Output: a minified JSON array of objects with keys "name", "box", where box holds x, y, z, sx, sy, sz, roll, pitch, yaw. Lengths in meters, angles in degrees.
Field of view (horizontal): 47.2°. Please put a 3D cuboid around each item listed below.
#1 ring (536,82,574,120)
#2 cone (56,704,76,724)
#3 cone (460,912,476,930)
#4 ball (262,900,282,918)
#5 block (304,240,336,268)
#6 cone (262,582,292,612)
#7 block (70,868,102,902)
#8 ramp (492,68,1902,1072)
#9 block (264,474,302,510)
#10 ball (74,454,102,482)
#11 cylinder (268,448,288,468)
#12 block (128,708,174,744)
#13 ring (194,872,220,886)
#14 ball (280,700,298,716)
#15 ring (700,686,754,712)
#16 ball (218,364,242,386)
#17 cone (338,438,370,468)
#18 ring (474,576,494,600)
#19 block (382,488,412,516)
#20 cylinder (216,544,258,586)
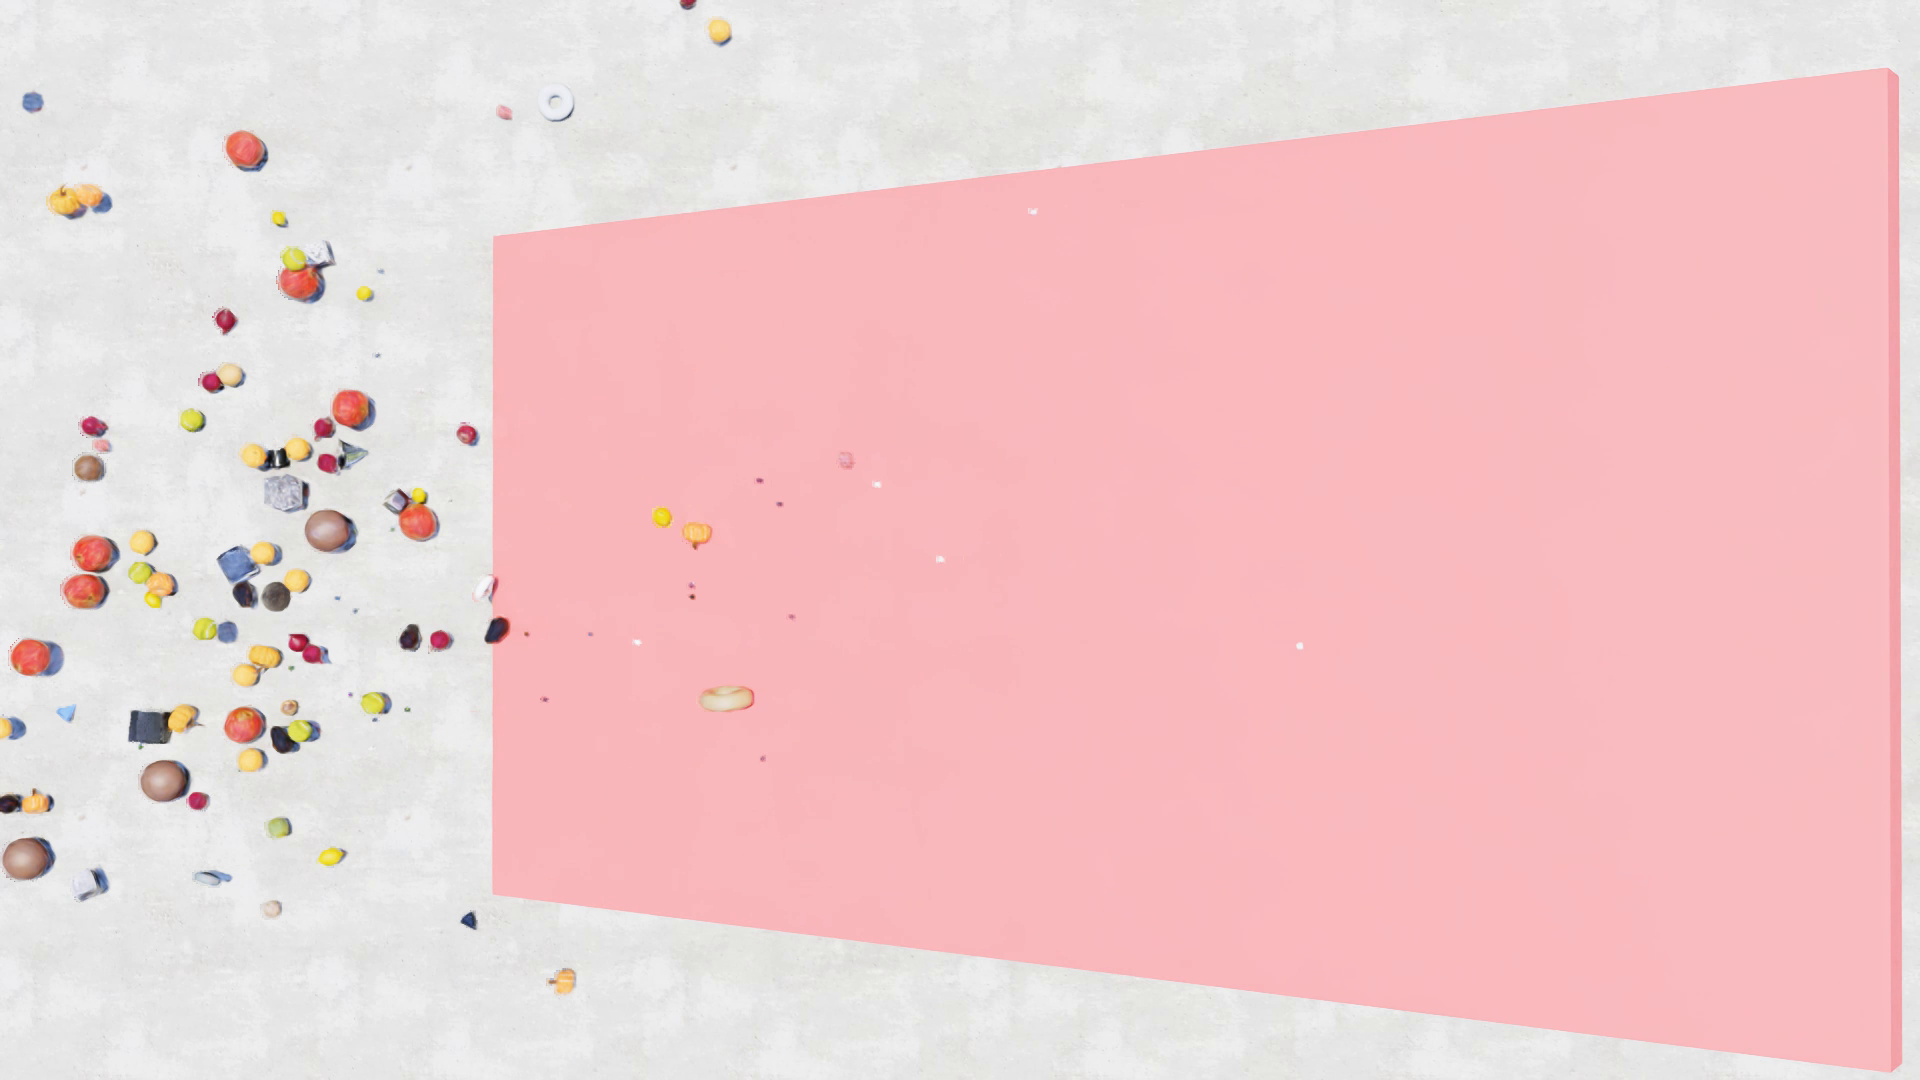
[{"name":"ring","box":[-1.242,-1.347,6.754,0.116,0.039,0.116,0,89,1]},{"name":"cone","box":[-2.731,0.522,6.745,0.057,0.057,0.057,43,63,0]},{"name":"cone","box":[-1.492,1.174,6.719,0.052,0.052,0.052,-43,68,0]},{"name":"ball","box":[-2.105,1.129,6.727,0.054,0.054,0.054,0,90,0]},{"name":"block","box":[-1.960,-0.875,6.737,0.064,0.064,0.064,-15,90,0]},{"name":"cone","box":[-2.102,0.174,6.714,0.093,0.093,0.093,0,90,0]},{"name":"block","box":[-2.654,1.047,6.676,0.065,0.065,0.065,-24,70,-15]},{"name":"ramp","box":[0.243,0.067,5.567,4.000,0.100,2.000,0,89,35]},{"name":"block","box":[-2.059,-0.146,6.695,0.082,0.082,0.082,-12,112,-40]},{"name":"ball","box":[-2.665,-0.219,6.722,0.084,0.084,0.084,0,90,0]},{"name":"cylinder","box":[-2.089,-0.249,6.737,0.052,0.052,0.052,-9,89,0]},{"name":"block","box":[-2.469,0.568,6.710,0.096,0.096,0.096,5,90,0]},{"name":"ring","box":[-2.275,1.024,6.652,0.079,0.079,0.026,18,84,0]},{"name":"ball","box":[-2.055,0.512,6.733,0.051,0.051,0.051,0,90,0]},{"name":"ring","box":[-0.640,0.434,6.022,0.148,0.148,0.049,-2,100,0]},{"name":"ball","box":[-2.232,-0.506,6.731,0.070,0.070,0.070,0,90,0]},{"name":"cone","box":[-1.852,-0.267,6.743,0.094,0.094,0.094,-6,90,-27]},{"name":"ring","box":[-1.424,0.142,6.580,0.027,0.081,0.081,30,90,2]},{"name":"block","box":[-1.717,-0.117,6.704,0.053,0.053,0.053,46,55,-26]},{"name":"cylinder","box":[-2.209,0.078,6.713,0.091,0.091,0.091,-32,89,0]}]
